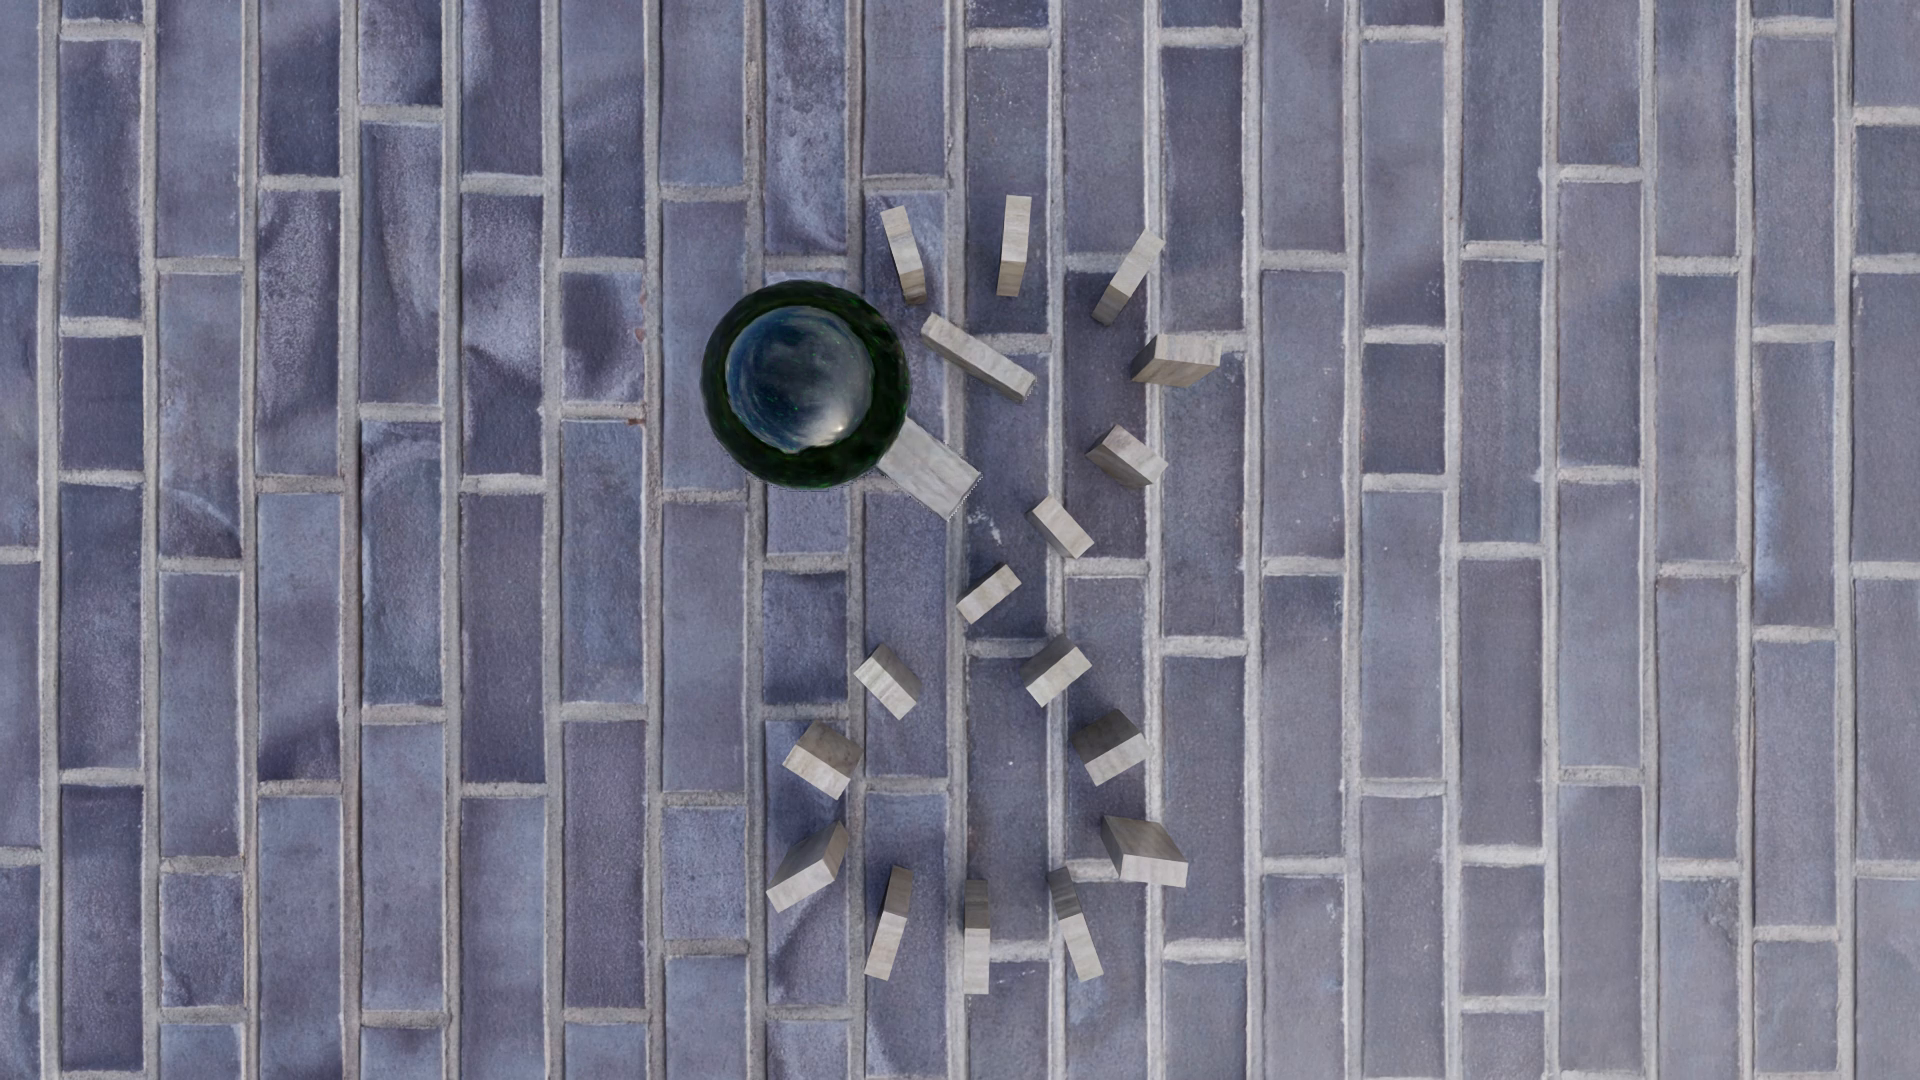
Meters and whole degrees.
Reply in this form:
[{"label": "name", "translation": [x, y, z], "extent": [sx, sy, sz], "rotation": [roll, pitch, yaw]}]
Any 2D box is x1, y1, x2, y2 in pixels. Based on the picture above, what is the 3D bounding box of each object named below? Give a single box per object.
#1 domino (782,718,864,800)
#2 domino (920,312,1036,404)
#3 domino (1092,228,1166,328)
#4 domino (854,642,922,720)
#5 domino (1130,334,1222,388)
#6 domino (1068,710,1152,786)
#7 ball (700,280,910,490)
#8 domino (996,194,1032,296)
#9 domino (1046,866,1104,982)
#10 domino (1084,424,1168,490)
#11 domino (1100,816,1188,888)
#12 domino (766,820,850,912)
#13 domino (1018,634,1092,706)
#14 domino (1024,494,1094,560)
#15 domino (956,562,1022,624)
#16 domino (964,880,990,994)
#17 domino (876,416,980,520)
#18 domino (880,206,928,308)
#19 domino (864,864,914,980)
[{"label": "domino", "translation": [-0.055, 0.089, 0.375], "extent": [0.025, 0.050, 0.009], "rotation": [33, 90, 0]}, {"label": "domino", "translation": [0.007, -0.076, 0.388], "extent": [0.050, 0.025, 0.010], "rotation": [32, 90, 0]}, {"label": "domino", "translation": [0.068, -0.106, 0.375], "extent": [0.010, 0.050, 0.025], "rotation": [33, 90, 0]}, {"label": "domino", "translation": [-0.029, 0.057, 0.375], "extent": [0.010, 0.050, 0.025], "rotation": [-44, 90, 0]}, {"label": "domino", "translation": [0.087, -0.073, 0.375], "extent": [0.025, 0.050, 0.010], "rotation": [7, 90, 0]}, {"label": "domino", "translation": [0.061, 0.084, 0.375], "extent": [0.025, 0.050, 0.009], "rotation": [-30, 90, 0]}, {"label": "ball", "translation": [-0.059, -0.059, 0.354], "extent": [0.080, 0.080, 0.080], "rotation": [0, 90, 0]}, {"label": "domino", "translation": [0.022, -0.119, 0.375], "extent": [0.009, 0.050, 0.025], "rotation": [5, 90, 0]}, {"label": "domino", "translation": [0.046, 0.156, 0.375], "extent": [0.009, 0.050, 0.025], "rotation": [-20, 90, 0]}, {"label": "domino", "translation": [0.067, -0.033, 0.375], "extent": [0.025, 0.050, 0.010], "rotation": [38, 90, 0]}, {"label": "domino", "translation": [0.074, 0.126, 0.375], "extent": [0.025, 0.050, 0.009], "rotation": [8, 90, 0]}, {"label": "domino", "translation": [-0.061, 0.132, 0.375], "extent": [0.025, 0.050, 0.010], "rotation": [-30, 90, 0]}, {"label": "domino", "translation": [0.038, 0.052, 0.375], "extent": [0.025, 0.050, 0.009], "rotation": [-40, 90, 0]}, {"label": "domino", "translation": [0.040, -0.005, 0.375], "extent": [0.010, 0.050, 0.025], "rotation": [-42, 90, 0]}, {"label": "domino", "translation": [0.011, 0.021, 0.375], "extent": [0.025, 0.050, 0.009], "rotation": [-39, 90, 0]}, {"label": "domino", "translation": [0.006, 0.161, 0.375], "extent": [0.010, 0.050, 0.025], "rotation": [1, 90, 0]}, {"label": "domino", "translation": [-0.019, -0.034, 0.396], "extent": [0.050, 0.010, 0.025], "rotation": [38, 89, 2]}, {"label": "domino", "translation": [-0.022, -0.115, 0.375], "extent": [0.010, 0.050, 0.025], "rotation": [-17, 90, 0]}, {"label": "domino", "translation": [-0.028, 0.155, 0.375], "extent": [0.009, 0.050, 0.025], "rotation": [17, 90, 0]}]
